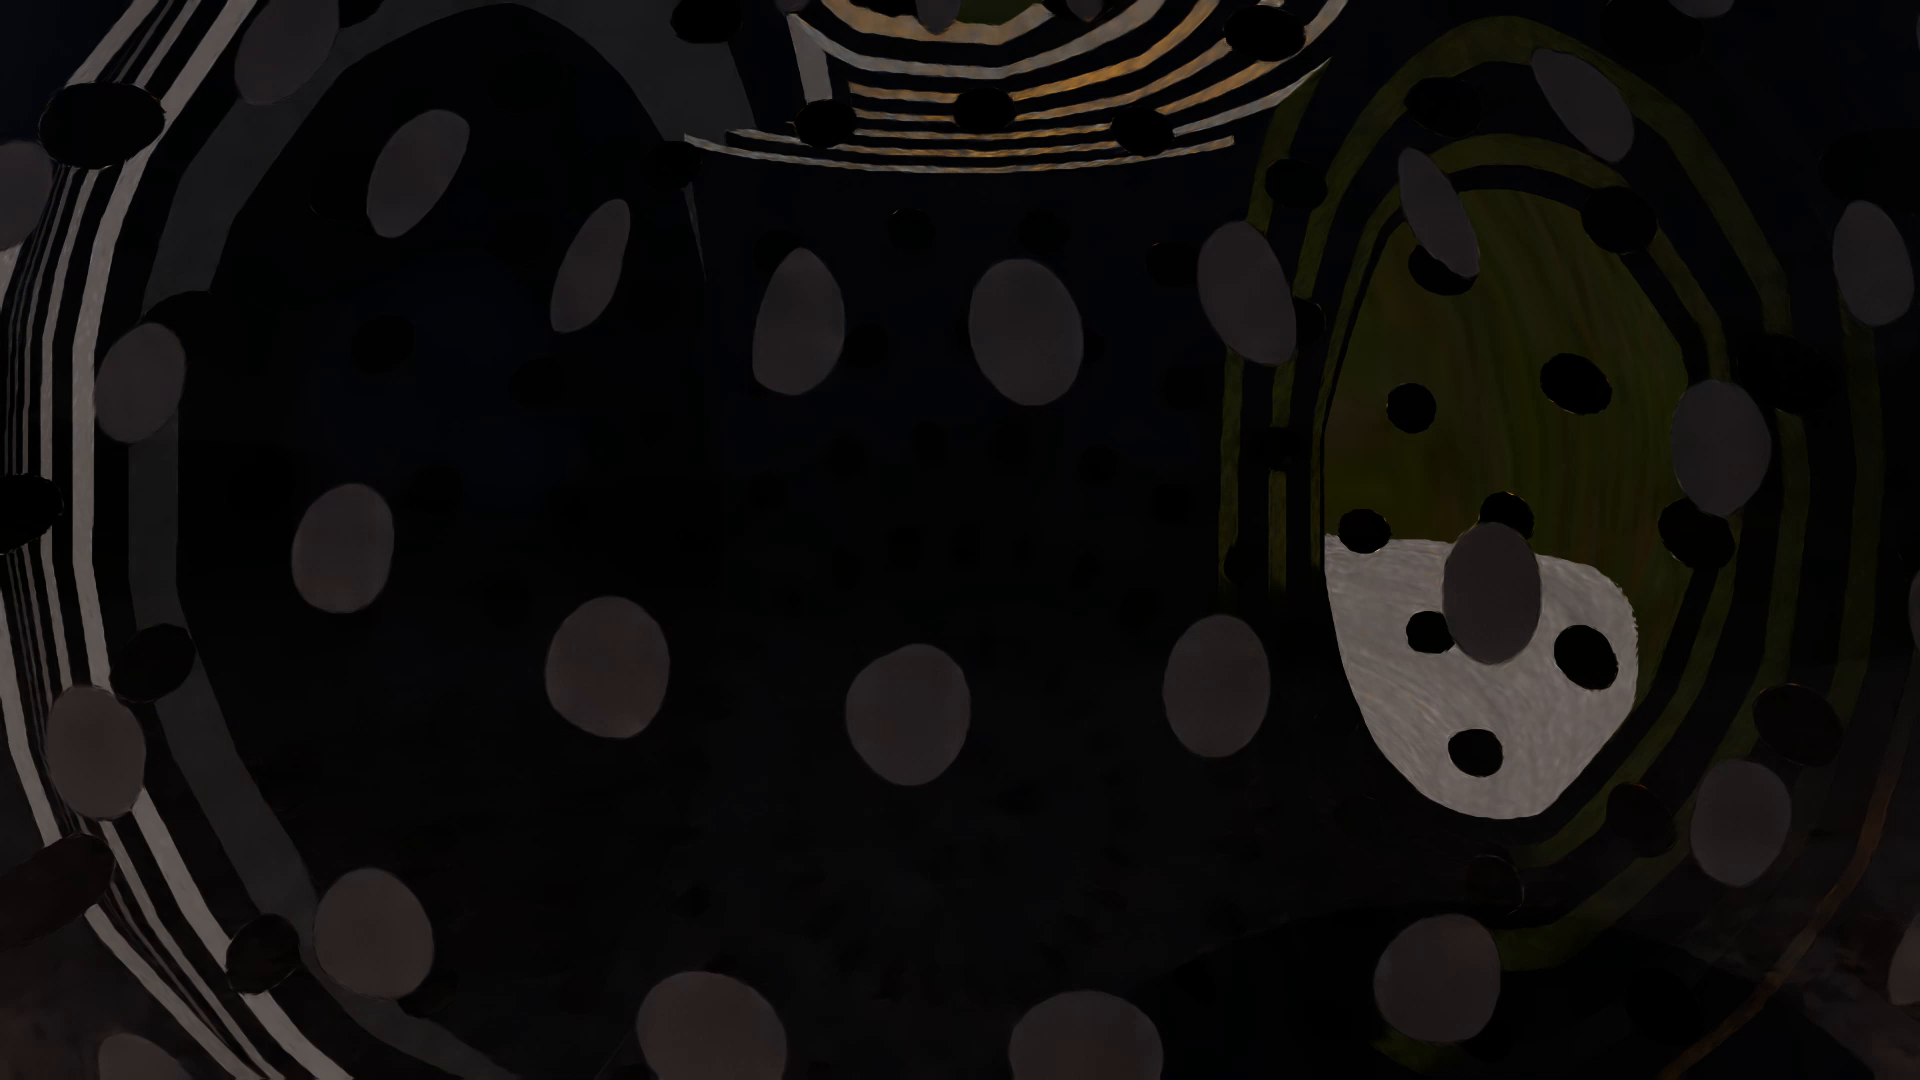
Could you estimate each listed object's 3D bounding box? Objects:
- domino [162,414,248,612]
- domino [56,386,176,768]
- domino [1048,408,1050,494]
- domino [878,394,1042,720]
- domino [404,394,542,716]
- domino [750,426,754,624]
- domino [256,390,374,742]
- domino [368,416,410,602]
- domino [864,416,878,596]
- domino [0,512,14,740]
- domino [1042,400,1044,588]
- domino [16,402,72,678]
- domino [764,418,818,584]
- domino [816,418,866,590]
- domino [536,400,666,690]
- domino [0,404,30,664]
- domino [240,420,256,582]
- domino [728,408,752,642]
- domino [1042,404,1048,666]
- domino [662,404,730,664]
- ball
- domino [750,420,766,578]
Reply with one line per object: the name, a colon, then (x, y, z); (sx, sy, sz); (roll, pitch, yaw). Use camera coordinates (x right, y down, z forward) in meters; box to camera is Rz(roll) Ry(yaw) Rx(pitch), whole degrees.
domino: (-0.198, -0.008, 0.334); (0.025, 0.050, 0.010); (3, 5, 36)
domino: (-0.118, 0.004, 0.180); (0.009, 0.050, 0.025); (-2, 5, -27)
domino: (0.006, -0.003, 0.273); (0.025, 0.050, 0.009); (0, 4, 3)
domino: (0.000, 0.002, 0.201); (0.025, 0.050, 0.009); (0, 4, 0)
domino: (-0.080, 0.002, 0.210); (0.025, 0.050, 0.010); (4, 6, 41)
domino: (-0.062, -0.005, 0.301); (0.025, 0.050, 0.009); (-1, 4, -15)
domino: (-0.098, 0.003, 0.194); (0.010, 0.050, 0.025); (-3, 5, -38)
domino: (-0.157, -0.009, 0.358); (0.010, 0.050, 0.025); (-1, 4, -13)
domino: (-0.014, -0.010, 0.365); (0.025, 0.050, 0.009); (-3, 5, -37)
domino: (-0.141, 0.005, 0.172); (0.010, 0.050, 0.025); (-1, 4, -10)
domino: (0.002, 0.001, 0.225); (0.025, 0.050, 0.009); (0, 4, 6)
domino: (-0.164, -0.001, 0.244); (0.009, 0.050, 0.025); (0, 4, 1)
domino: (-0.049, -0.012, 0.399); (0.010, 0.050, 0.025); (3, 5, 37)
domino: (-0.030, -0.011, 0.384); (0.010, 0.050, 0.025); (4, 6, 44)
domino: (-0.066, 0.000, 0.230); (0.025, 0.050, 0.010); (2, 5, 27)
domino: (-0.188, -0.001, 0.248); (0.009, 0.050, 0.025); (2, 5, 30)
domino: (-0.229, -0.013, 0.404); (0.009, 0.050, 0.025); (-3, 5, -35)
domino: (-0.058, -0.003, 0.277); (0.025, 0.050, 0.010); (0, 4, -3)
domino: (0.004, -0.001, 0.249); (0.025, 0.050, 0.009); (0, 4, 6)
domino: (-0.059, -0.001, 0.253); (0.025, 0.050, 0.009); (1, 4, 8)
ball: (0.000, -0.002, 0.056); (0.080, 0.080, 0.080); (0, 4, 0)
domino: (-0.069, -0.013, 0.413); (0.010, 0.050, 0.025); (3, 5, 30)
